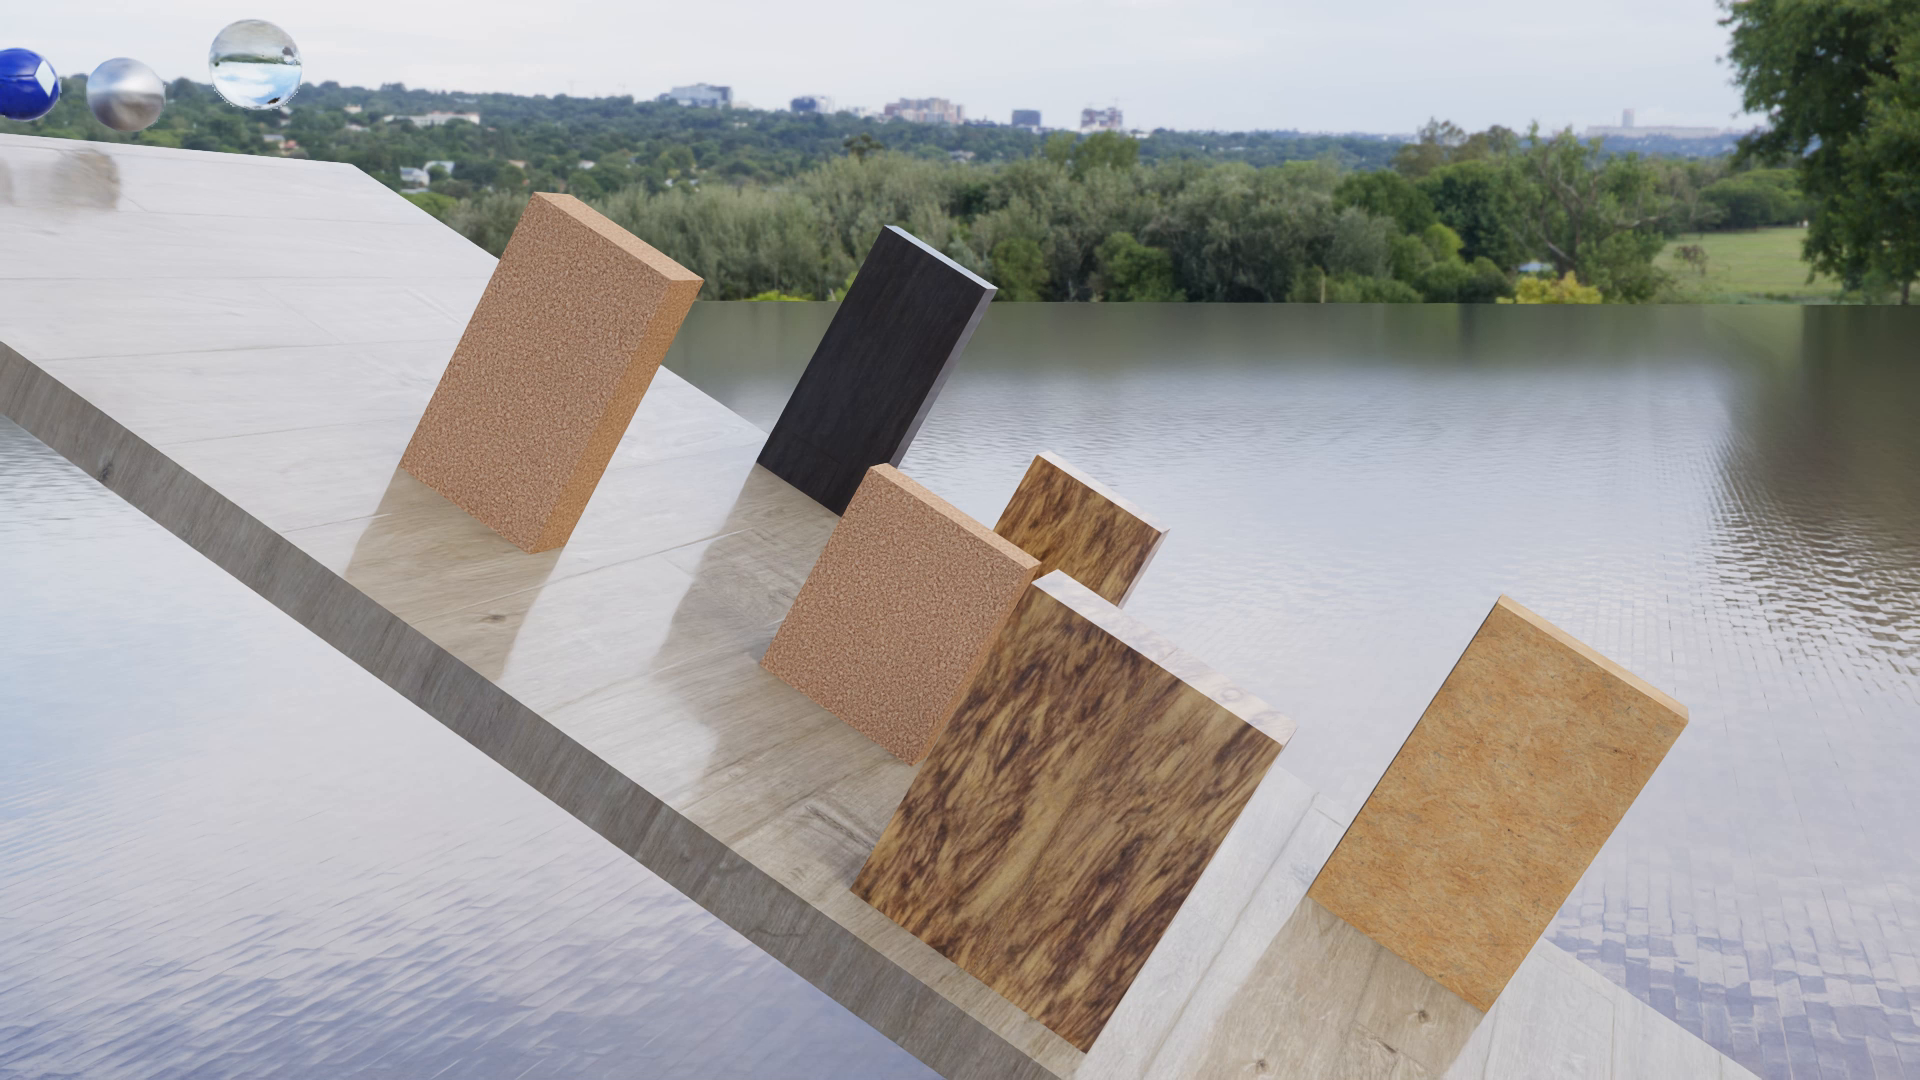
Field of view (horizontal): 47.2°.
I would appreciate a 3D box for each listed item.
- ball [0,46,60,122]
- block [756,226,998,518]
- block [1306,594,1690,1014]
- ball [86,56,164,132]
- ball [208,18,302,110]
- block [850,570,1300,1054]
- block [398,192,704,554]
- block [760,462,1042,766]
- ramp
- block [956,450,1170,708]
[{"bbox_3d":[-1.812,-0.879,4.242,0.140,0.140,0.140,0,7,0],"label":"ball"},{"bbox_3d":[-0.188,-0.364,4.882,0.271,0.607,0.090,33,15,11],"label":"block"},{"bbox_3d":[1.015,0.499,4.179,0.400,0.678,0.134,33,15,11],"label":"block"},{"bbox_3d":[-1.733,-0.925,4.566,0.153,0.153,0.153,0,7,0],"label":"ball"},{"bbox_3d":[-1.342,-0.906,4.188,0.171,0.171,0.171,0,7,0],"label":"ball"},{"bbox_3d":[0.162,0.388,3.177,0.415,0.540,0.150,33,15,11],"label":"block"},{"bbox_3d":[-0.701,-0.285,3.762,0.289,0.538,0.132,33,15,11],"label":"block"},{"bbox_3d":[-0.105,0.128,3.797,0.324,0.407,0.089,33,15,11],"label":"block"},{"bbox_3d":[-0.177,0.291,4.124,4.000,0.100,2.000,33,15,11],"label":"ramp"},{"bbox_3d":[0.147,0.118,4.137,0.274,0.498,0.087,33,15,11],"label":"block"}]
